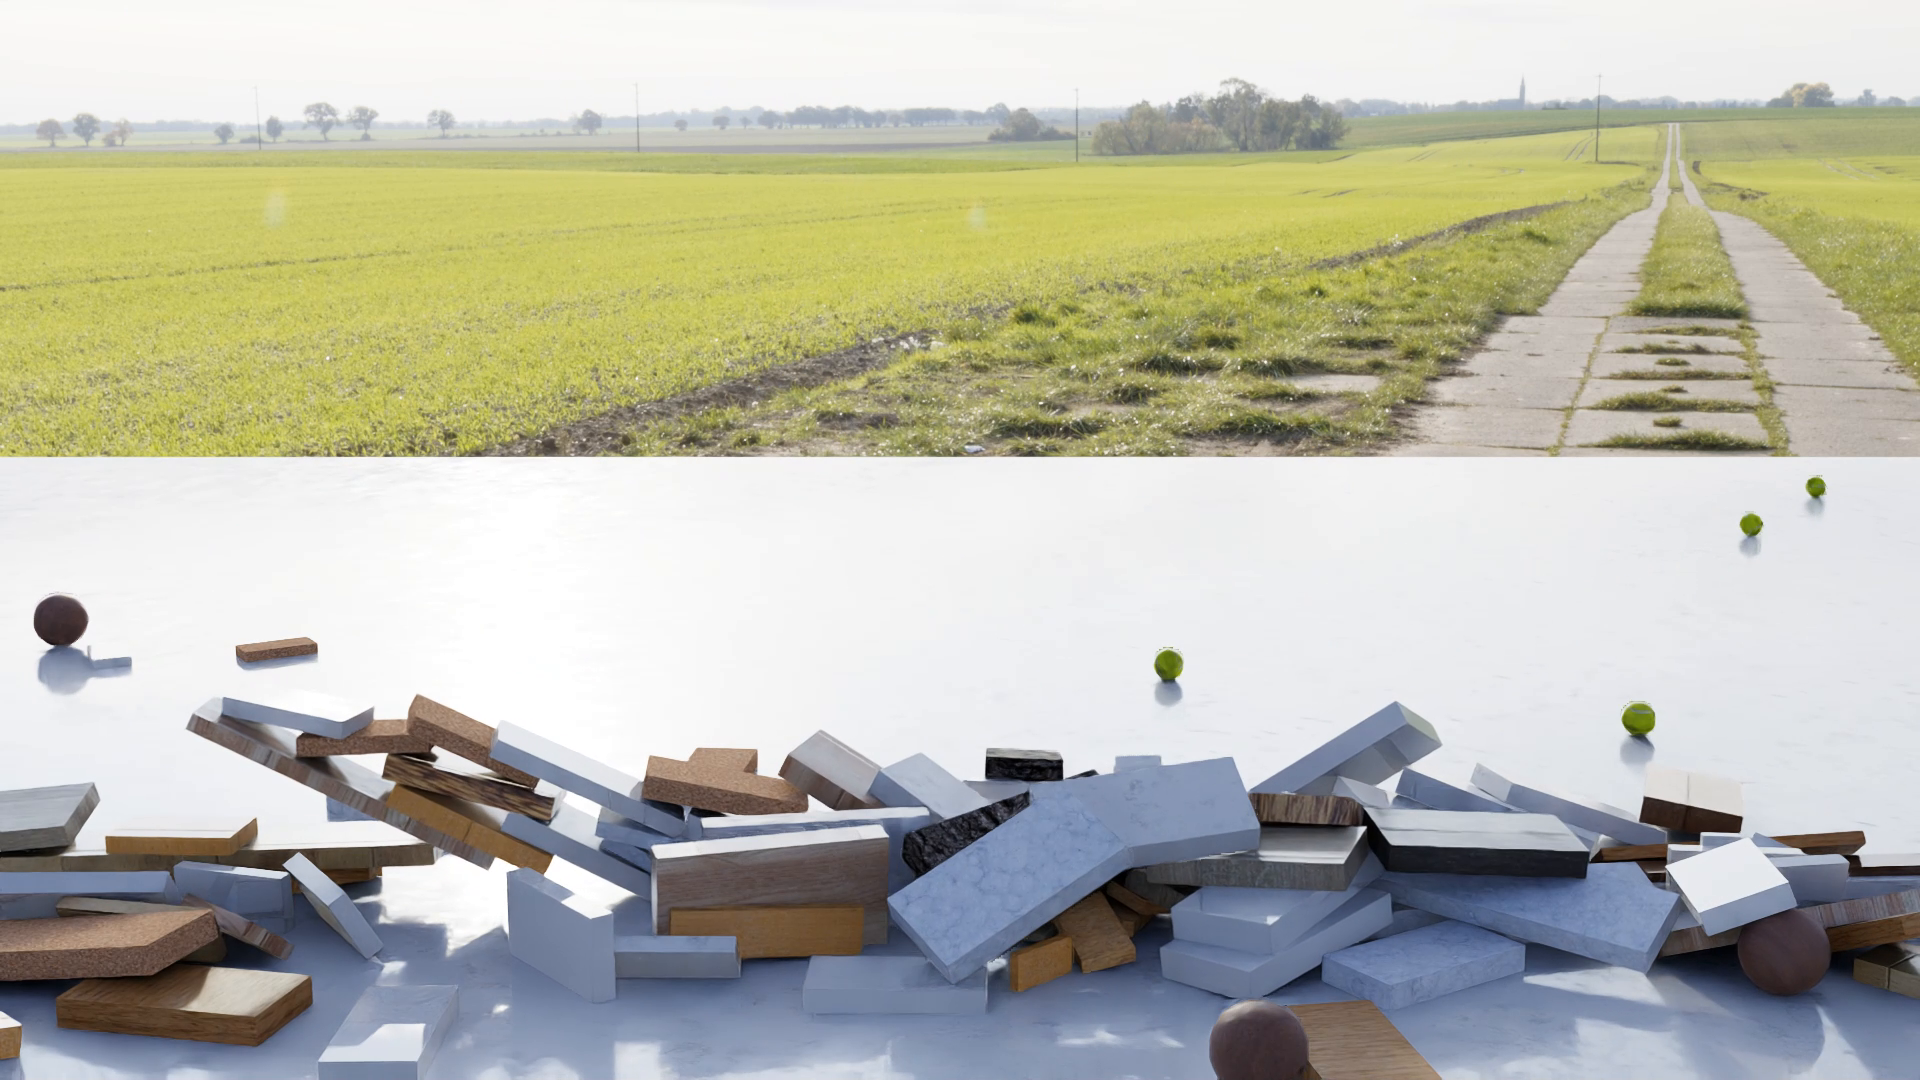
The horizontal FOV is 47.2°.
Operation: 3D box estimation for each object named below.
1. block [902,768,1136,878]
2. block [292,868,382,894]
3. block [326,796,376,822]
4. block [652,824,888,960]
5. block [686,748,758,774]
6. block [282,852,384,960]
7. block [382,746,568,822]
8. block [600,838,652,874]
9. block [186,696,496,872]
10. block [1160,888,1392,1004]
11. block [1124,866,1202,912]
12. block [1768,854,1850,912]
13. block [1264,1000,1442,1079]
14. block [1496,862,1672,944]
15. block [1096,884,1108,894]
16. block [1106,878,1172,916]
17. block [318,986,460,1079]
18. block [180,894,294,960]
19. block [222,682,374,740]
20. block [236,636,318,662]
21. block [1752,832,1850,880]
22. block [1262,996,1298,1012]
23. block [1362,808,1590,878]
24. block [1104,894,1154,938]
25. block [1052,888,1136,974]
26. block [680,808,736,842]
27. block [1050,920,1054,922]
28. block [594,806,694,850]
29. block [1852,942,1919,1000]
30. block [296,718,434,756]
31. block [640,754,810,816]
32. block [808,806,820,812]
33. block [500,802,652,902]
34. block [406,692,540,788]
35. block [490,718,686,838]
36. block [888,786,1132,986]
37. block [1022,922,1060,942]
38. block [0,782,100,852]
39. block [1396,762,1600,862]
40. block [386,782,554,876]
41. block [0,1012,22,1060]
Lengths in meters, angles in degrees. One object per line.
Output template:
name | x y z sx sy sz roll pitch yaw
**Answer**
block | 0.110 0.486 3.466 0.360 0.051 0.180 -15 43 -29
block | -1.102 0.563 3.732 0.212 0.030 0.106 -7 13 -34
block | -1.032 0.494 4.075 0.288 0.041 0.144 9 14 41
block | -0.292 0.548 3.391 0.360 0.180 0.051 -3 15 -17
block | -0.478 0.457 4.291 0.123 0.035 0.247 1 11 5
block | -0.985 0.572 3.451 0.032 0.113 0.227 -39 28 -22
block | -0.798 0.392 3.642 0.282 0.040 0.141 14 10 -1
block | -0.501 0.530 3.663 0.189 0.027 0.094 29 9 -1
block | -1.006 0.401 3.628 0.538 0.031 0.108 26 9 -5
block | 0.485 0.601 3.350 0.344 0.049 0.172 -17 16 -41
block | 0.395 0.560 3.556 0.126 0.036 0.252 23 14 41
block | 1.314 0.562 3.525 0.208 0.104 0.029 -2 20 -10
block | 0.530 0.701 2.951 0.153 0.043 0.307 -2 11 -10
block | 0.973 0.577 3.501 0.283 0.040 0.142 -1 28 -12
block | 0.240 0.509 3.652 0.304 0.043 0.152 -13 41 -34
block | 0.327 0.574 3.557 0.171 0.024 0.085 5 14 -41
block | -0.788 0.686 3.050 0.131 0.037 0.263 0 11 -1
block | -1.120 0.598 3.405 0.186 0.026 0.093 9 -26 41
block | -1.090 0.280 3.624 0.216 0.031 0.108 10 12 12
block | -1.662 0.266 5.348 0.175 0.025 0.087 -7 12 -32
block | 1.375 0.548 3.631 0.159 0.023 0.080 25 44 24
block | 0.467 0.680 3.147 0.049 0.014 0.097 -1 11 -4
block | 0.803 0.473 3.439 0.313 0.044 0.157 3 14 -6
block | 0.258 0.597 3.524 0.085 0.024 0.171 4 6 19
block | 0.203 0.603 3.397 0.085 0.024 0.171 -12 25 -11
block | -0.325 0.512 3.670 0.272 0.039 0.136 25 9 -1
block | 0.164 0.616 3.492 0.046 0.013 0.093 -3 11 -14
block | -0.505 0.484 3.634 0.189 0.027 0.095 16 10 -9
block | 1.463 0.652 3.244 0.121 0.034 0.241 -9 14 -40
block | -0.972 0.325 3.630 0.216 0.031 0.108 -2 10 0
block | -0.391 0.418 3.666 0.272 0.039 0.136 11 7 -7
block | -0.185 0.516 3.699 0.272 0.039 0.136 20 8 6
block | -0.618 0.506 3.673 0.282 0.040 0.141 26 9 -5
block | -0.794 0.329 3.605 0.227 0.032 0.113 27 8 -18
block | -0.610 0.391 3.611 0.333 0.032 0.113 26 8 -14
block | 0.073 0.509 3.269 0.327 0.046 0.163 -31 44 -19
block | 0.109 0.614 3.461 0.093 0.013 0.046 -1 14 36
block | -1.570 0.462 3.621 0.261 0.037 0.130 -6 26 5
block | 0.934 0.475 3.815 0.337 0.048 0.168 21 4 19
block | -0.800 0.463 3.651 0.282 0.040 0.141 26 9 -5
block | -1.455 0.666 3.071 0.311 0.044 0.156 10 5 43
